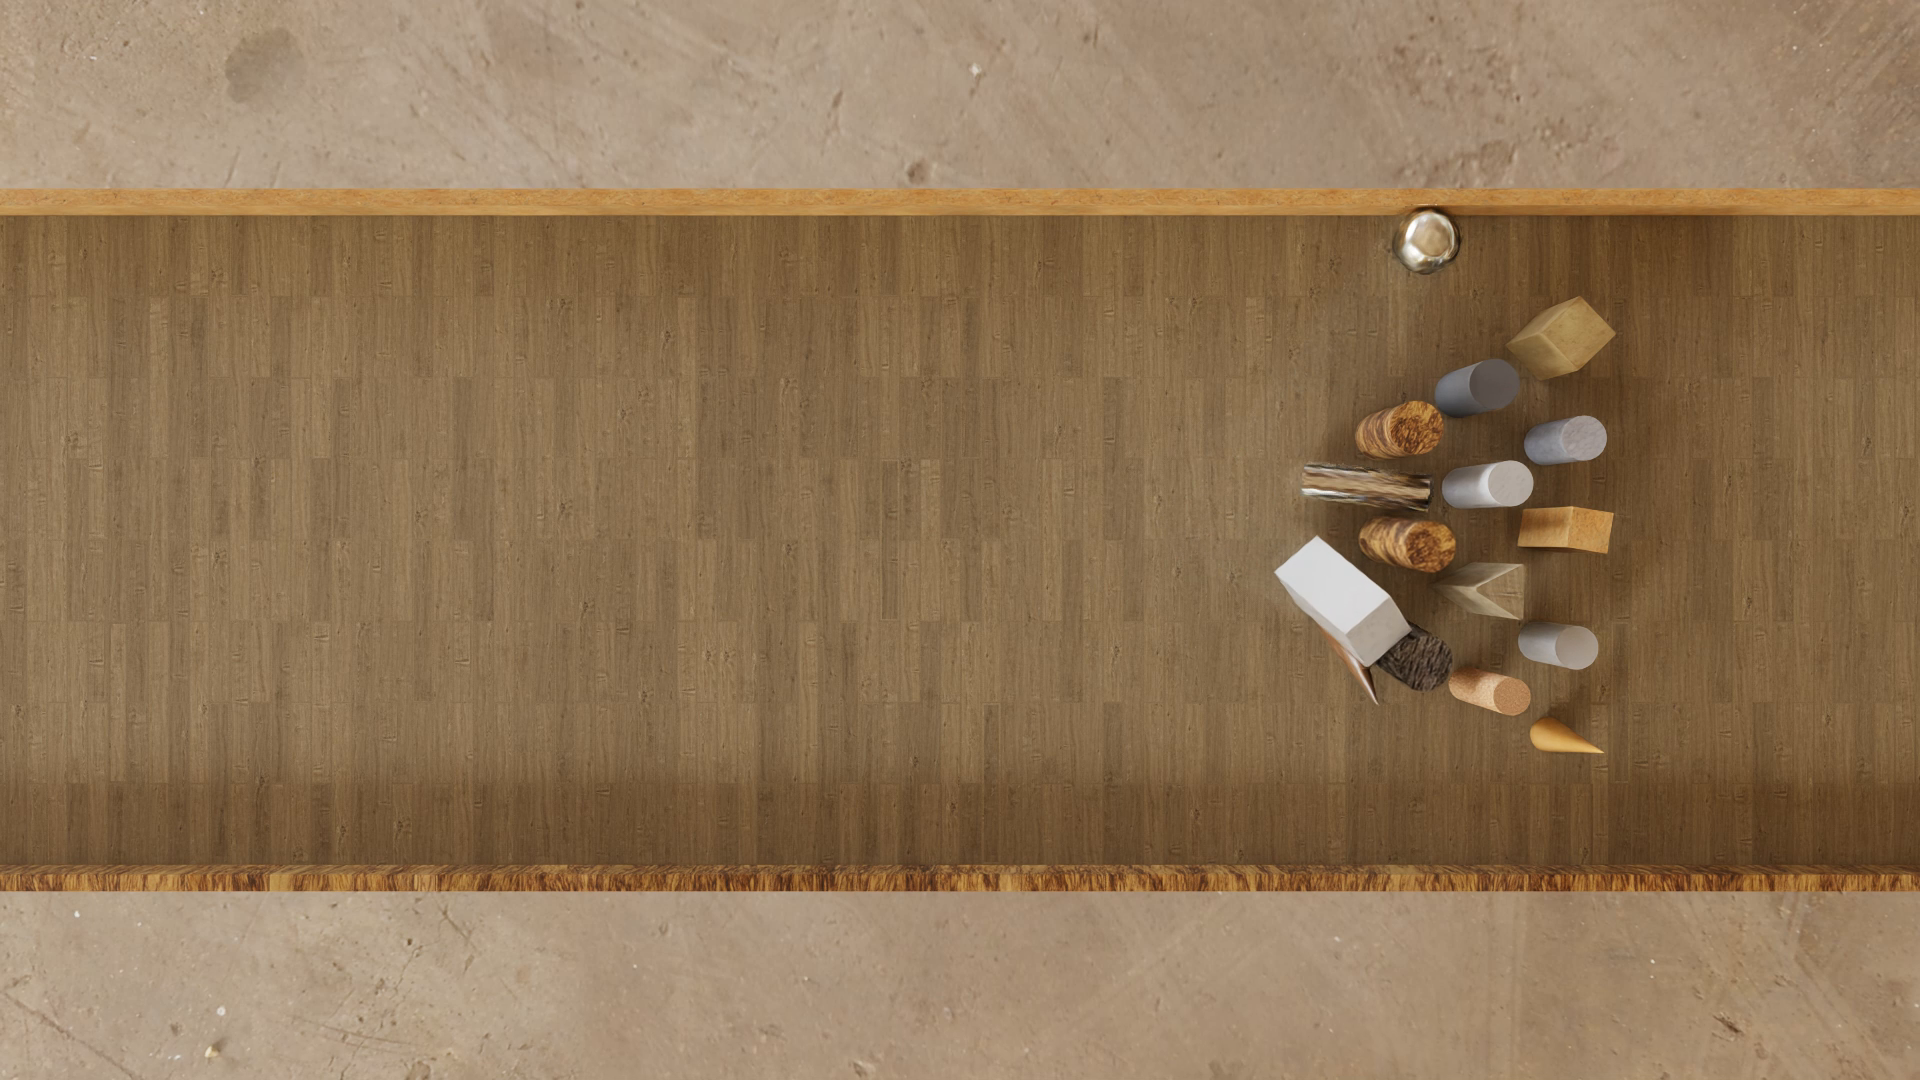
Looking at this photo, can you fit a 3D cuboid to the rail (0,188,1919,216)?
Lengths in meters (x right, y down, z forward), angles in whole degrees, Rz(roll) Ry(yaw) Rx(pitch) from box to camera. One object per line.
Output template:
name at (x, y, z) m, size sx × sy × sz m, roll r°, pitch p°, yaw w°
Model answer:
rail at (-2.247, -1.025, 5.002) m, size 12.000 × 0.150 × 0.050 m, roll 0°, pitch 90°, yaw 0°

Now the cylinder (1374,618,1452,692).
cylinder at (1.321, 0.328, 4.907) m, size 0.165 × 0.309 × 0.165 m, roll -2°, pitch 101°, yaw -8°

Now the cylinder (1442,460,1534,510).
cylinder at (1.547, -0.159, 4.856) m, size 0.129 × 0.441 × 0.129 m, roll 0°, pitch 90°, yaw 0°

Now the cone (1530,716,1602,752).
cone at (1.810, 0.598, 4.852) m, size 0.109 × 0.448 × 0.109 m, roll 0°, pitch 90°, yaw 0°

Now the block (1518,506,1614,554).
block at (1.782, -0.028, 4.870) m, size 0.116 × 0.412 × 0.116 m, roll 9°, pitch 90°, yaw 0°

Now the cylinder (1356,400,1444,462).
cylinder at (1.292, -0.318, 4.871) m, size 0.152 × 0.410 × 0.152 m, roll 0°, pitch 90°, yaw 0°

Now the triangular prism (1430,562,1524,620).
triangular prism at (1.546, 0.125, 4.849) m, size 0.153 × 0.455 × 0.133 m, roll 33°, pitch 90°, yaw 0°

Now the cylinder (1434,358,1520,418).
cylinder at (1.534, -0.448, 4.904) m, size 0.145 × 0.345 × 0.145 m, roll 0°, pitch 90°, yaw 0°

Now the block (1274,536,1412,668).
block at (1.128, 0.179, 4.875) m, size 0.169 × 0.376 × 0.169 m, roll -40°, pitch 127°, yaw 0°

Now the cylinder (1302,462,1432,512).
cylinder at (1.224, -0.160, 4.965) m, size 0.372 × 0.110 × 0.110 m, roll 8°, pitch 90°, yaw 19°

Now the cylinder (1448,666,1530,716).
cylinder at (1.558, 0.442, 4.866) m, size 0.106 × 0.422 × 0.106 m, roll 0°, pitch 90°, yaw 0°

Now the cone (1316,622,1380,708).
cone at (1.176, 0.363, 4.881) m, size 0.130 × 0.395 × 0.130 m, roll -4°, pitch 127°, yaw -6°

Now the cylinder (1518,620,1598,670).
cylinder at (1.781, 0.311, 4.919) m, size 0.126 × 0.315 × 0.126 m, roll 0°, pitch 90°, yaw 0°

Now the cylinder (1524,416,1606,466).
cylinder at (1.801, -0.294, 4.917) m, size 0.130 × 0.318 × 0.130 m, roll 0°, pitch 90°, yaw 0°

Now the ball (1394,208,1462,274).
ball at (1.410, -0.901, 4.978) m, size 0.197 × 0.197 × 0.197 m, roll 0°, pitch 90°, yaw 0°

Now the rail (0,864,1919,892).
rail at (-2.247, 1.025, 5.001) m, size 12.000 × 0.150 × 0.050 m, roll 0°, pitch 90°, yaw 0°

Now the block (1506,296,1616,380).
block at (1.786, -0.597, 4.916) m, size 0.152 × 0.322 × 0.152 m, roll -44°, pitch 90°, yaw 0°

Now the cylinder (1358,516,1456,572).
cylinder at (1.310, 0.008, 4.857) m, size 0.144 × 0.429 × 0.144 m, roll 0°, pitch 93°, yaw -4°
